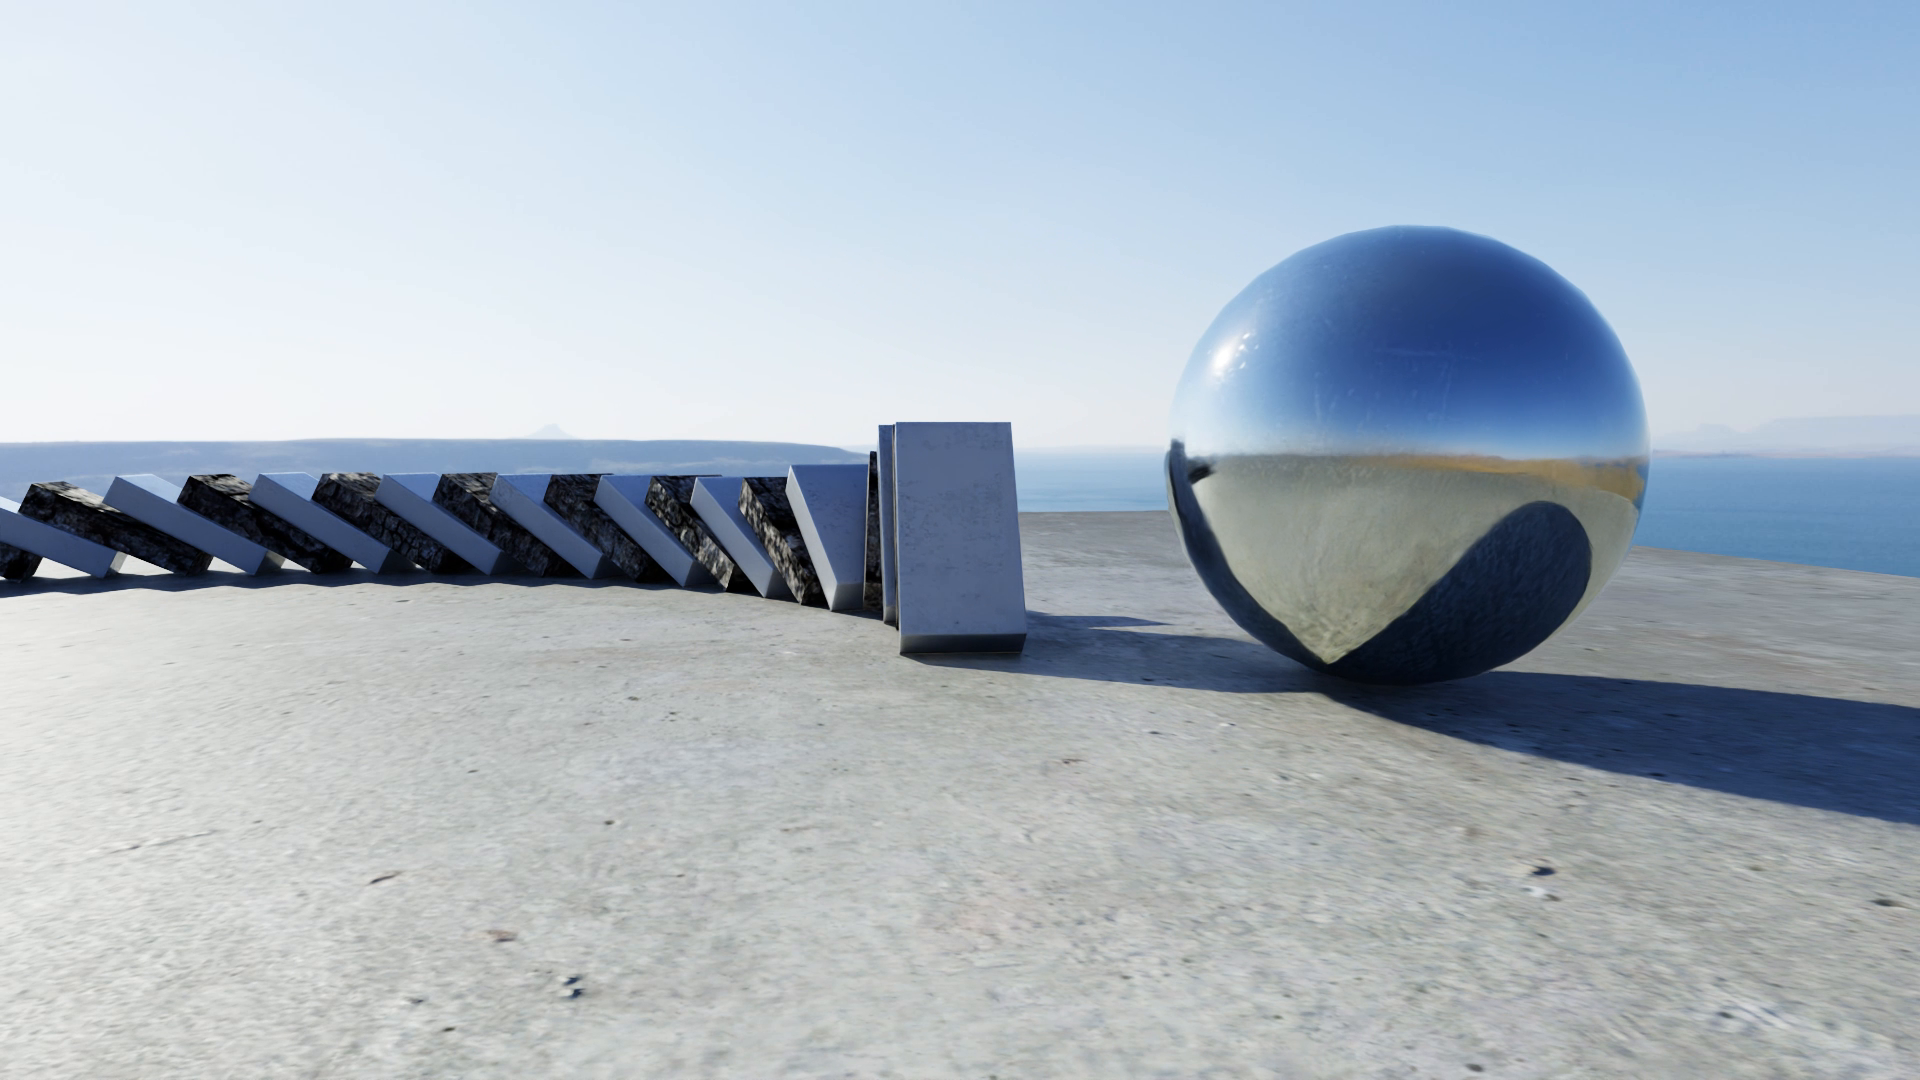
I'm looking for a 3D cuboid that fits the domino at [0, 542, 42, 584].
[{"bbox_3d":[-0.311,-0.002,0.392,0.050,0.009,0.025,27,-8,-27],"label":"domino"}]

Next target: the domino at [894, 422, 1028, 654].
[{"bbox_3d":[-0.001,-0.001,0.269,0.025,0.050,0.009,0,-28,-5],"label":"domino"}]

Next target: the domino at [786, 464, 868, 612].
[{"bbox_3d":[-0.028,-0.002,0.345,0.025,0.009,0.050,-2,40,-24],"label":"domino"}]

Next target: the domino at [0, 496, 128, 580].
[{"bbox_3d":[-0.292,-0.003,0.403,0.050,0.010,0.025,26,-7,-23],"label":"domino"}]

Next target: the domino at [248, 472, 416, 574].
[{"bbox_3d":[-0.209,-0.006,0.431,0.050,0.009,0.025,30,6,2],"label":"domino"}]

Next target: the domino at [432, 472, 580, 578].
[{"bbox_3d":[-0.147,-0.006,0.425,0.050,0.010,0.025,32,15,16],"label":"domino"}]

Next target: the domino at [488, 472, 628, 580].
[{"bbox_3d":[-0.127,-0.005,0.419,0.050,0.009,0.025,33,18,21],"label":"domino"}]

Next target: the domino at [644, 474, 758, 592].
[{"bbox_3d":[-0.072,-0.003,0.389,0.025,0.010,0.050,-4,35,-44],"label":"domino"}]

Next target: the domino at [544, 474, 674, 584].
[{"bbox_3d":[-0.107,-0.005,0.411,0.050,0.009,0.025,36,22,26],"label":"domino"}]

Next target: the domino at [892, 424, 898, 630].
[{"bbox_3d":[-0.003,-0.004,0.302,0.025,0.050,0.009,0,-28,-5],"label":"domino"}]

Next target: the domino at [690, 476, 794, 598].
[{"bbox_3d":[-0.056,-0.002,0.375,0.025,0.010,0.050,-3,35,-39],"label":"domino"}]

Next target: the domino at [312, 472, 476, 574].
[{"bbox_3d":[-0.188,-0.006,0.431,0.050,0.009,0.025,30,9,7],"label":"domino"}]

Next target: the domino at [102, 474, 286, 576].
[{"bbox_3d":[-0.250,-0.005,0.423,0.050,0.010,0.025,29,-1,-11],"label":"domino"}]

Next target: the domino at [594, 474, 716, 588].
[{"bbox_3d":[-0.089,-0.004,0.401,0.050,0.010,0.025,38,26,31],"label":"domino"}]

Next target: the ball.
[{"bbox_3d":[0.076,-0.014,0.226,0.080,0.080,0.080,0,4,0],"label":"ball"}]

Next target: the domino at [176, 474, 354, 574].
[{"bbox_3d":[-0.230,-0.006,0.428,0.050,0.010,0.025,28,3,-4],"label":"domino"}]

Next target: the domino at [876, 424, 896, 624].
[{"bbox_3d":[-0.007,-0.005,0.314,0.025,0.050,0.009,-1,-28,-7],"label":"domino"}]

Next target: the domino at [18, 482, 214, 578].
[{"bbox_3d":[-0.271,-0.004,0.415,0.050,0.009,0.025,26,-3,-16],"label":"domino"}]

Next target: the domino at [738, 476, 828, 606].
[{"bbox_3d":[-0.042,-0.001,0.360,0.025,0.009,0.050,-3,35,-31],"label":"domino"}]

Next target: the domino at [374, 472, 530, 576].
[{"bbox_3d":[-0.167,-0.006,0.429,0.050,0.009,0.025,31,12,12],"label":"domino"}]

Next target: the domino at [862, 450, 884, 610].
[{"bbox_3d":[-0.012,-0.003,0.332,0.025,0.009,0.050,4,43,-6],"label":"domino"}]
